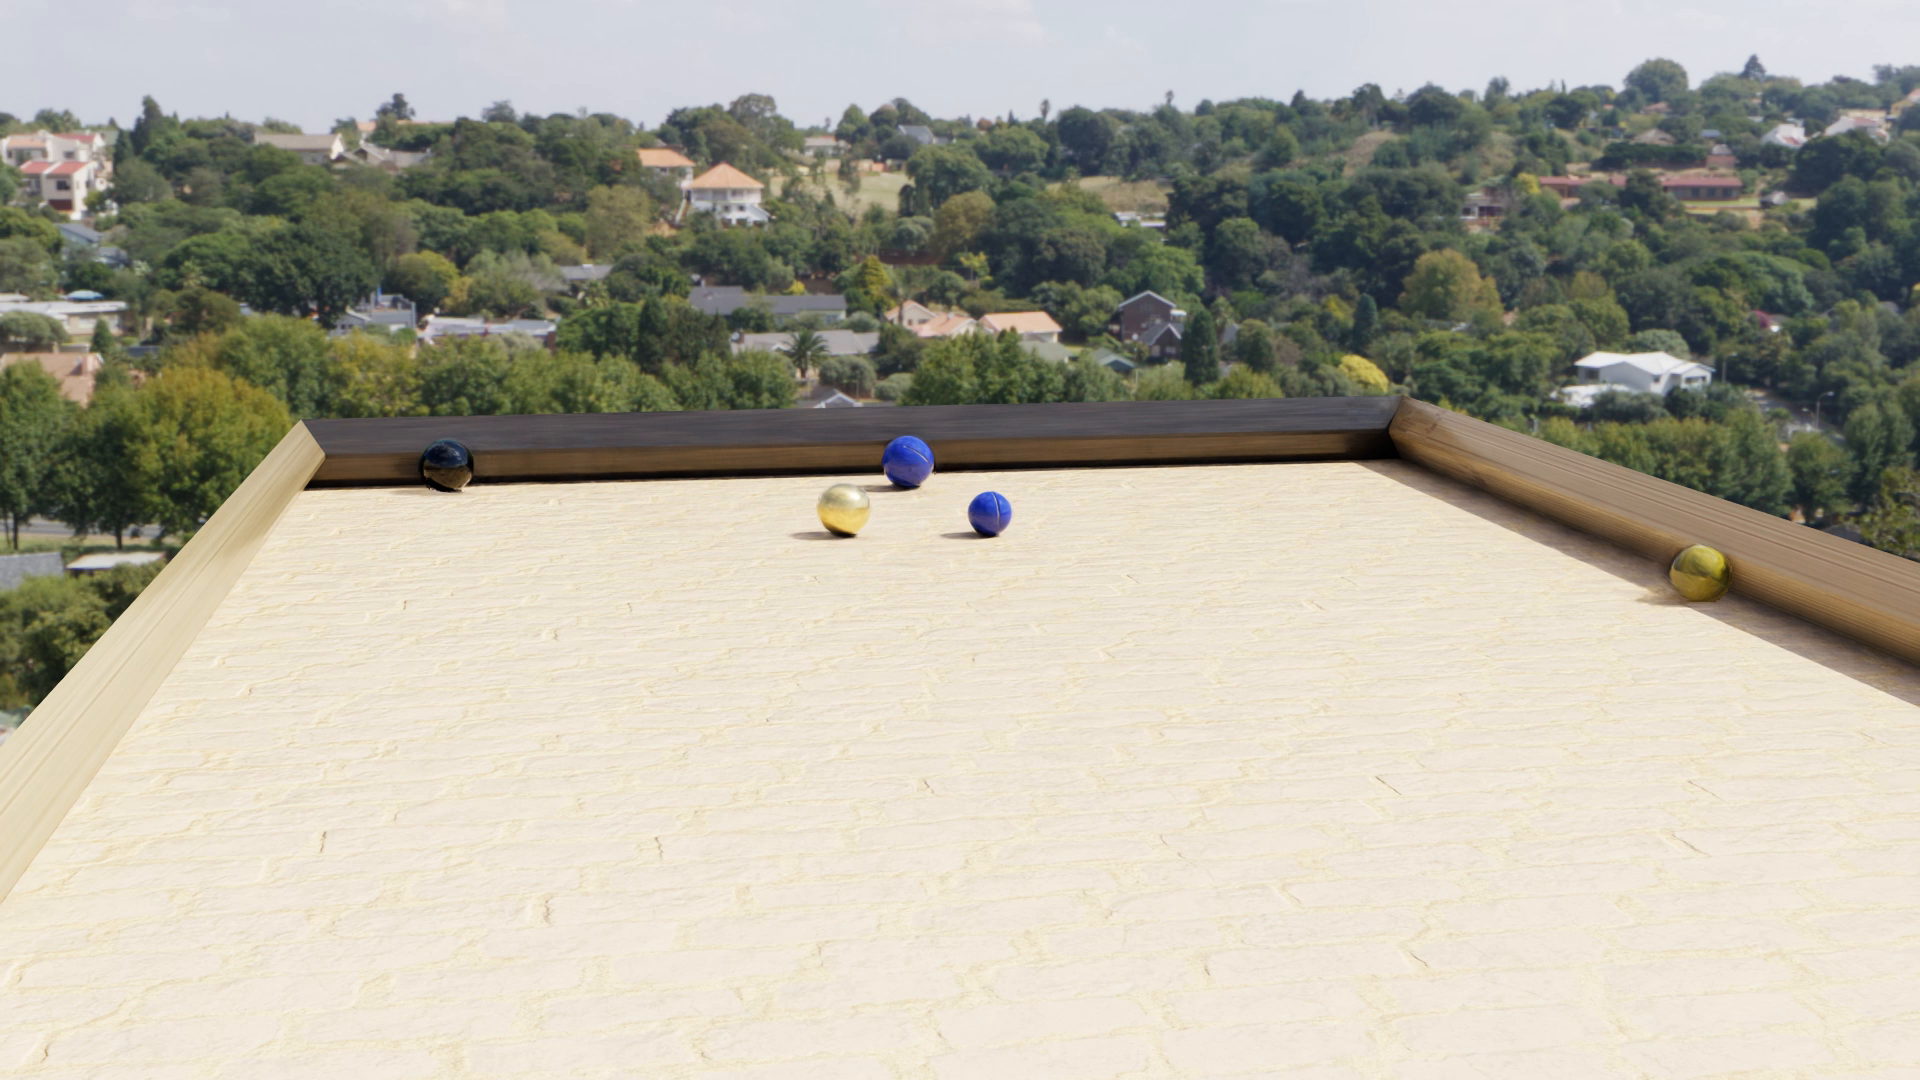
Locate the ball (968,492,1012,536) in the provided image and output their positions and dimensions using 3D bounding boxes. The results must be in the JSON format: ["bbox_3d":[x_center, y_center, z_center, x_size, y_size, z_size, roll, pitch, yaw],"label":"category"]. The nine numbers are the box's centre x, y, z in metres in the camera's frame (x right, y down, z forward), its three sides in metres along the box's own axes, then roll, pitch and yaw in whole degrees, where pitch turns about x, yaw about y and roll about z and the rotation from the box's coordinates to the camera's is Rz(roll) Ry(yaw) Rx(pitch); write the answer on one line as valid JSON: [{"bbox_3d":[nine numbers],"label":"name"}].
[{"bbox_3d":[0.046,-0.041,3.427,0.070,0.070,0.070,0,11,0],"label":"ball"}]

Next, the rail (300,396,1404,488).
[{"bbox_3d":[-0.151,-0.180,4.020,2.039,0.120,0.045,-2,11,-10],"label":"rail"}]

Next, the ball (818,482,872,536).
[{"bbox_3d":[-0.180,-0.048,3.425,0.083,0.083,0.083,0,11,0],"label":"ball"}]

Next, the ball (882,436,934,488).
[{"bbox_3d":[-0.092,-0.137,3.874,0.092,0.092,0.092,0,11,0],"label":"ball"}]

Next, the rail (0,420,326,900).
[{"bbox_3d":[-0.826,0.179,2.120,0.045,0.120,3.626,-2,11,-10],"label":"rail"}]

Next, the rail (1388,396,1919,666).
[{"bbox_3d":[1.136,0.116,2.455,0.045,0.120,3.626,-2,11,-10],"label":"rail"}]

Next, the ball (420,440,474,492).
[{"bbox_3d":[-0.893,-0.129,3.828,0.093,0.093,0.093,0,11,0],"label":"ball"}]

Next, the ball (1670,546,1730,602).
[{"bbox_3d":[0.993,0.045,2.952,0.076,0.076,0.076,0,11,0],"label":"ball"}]
